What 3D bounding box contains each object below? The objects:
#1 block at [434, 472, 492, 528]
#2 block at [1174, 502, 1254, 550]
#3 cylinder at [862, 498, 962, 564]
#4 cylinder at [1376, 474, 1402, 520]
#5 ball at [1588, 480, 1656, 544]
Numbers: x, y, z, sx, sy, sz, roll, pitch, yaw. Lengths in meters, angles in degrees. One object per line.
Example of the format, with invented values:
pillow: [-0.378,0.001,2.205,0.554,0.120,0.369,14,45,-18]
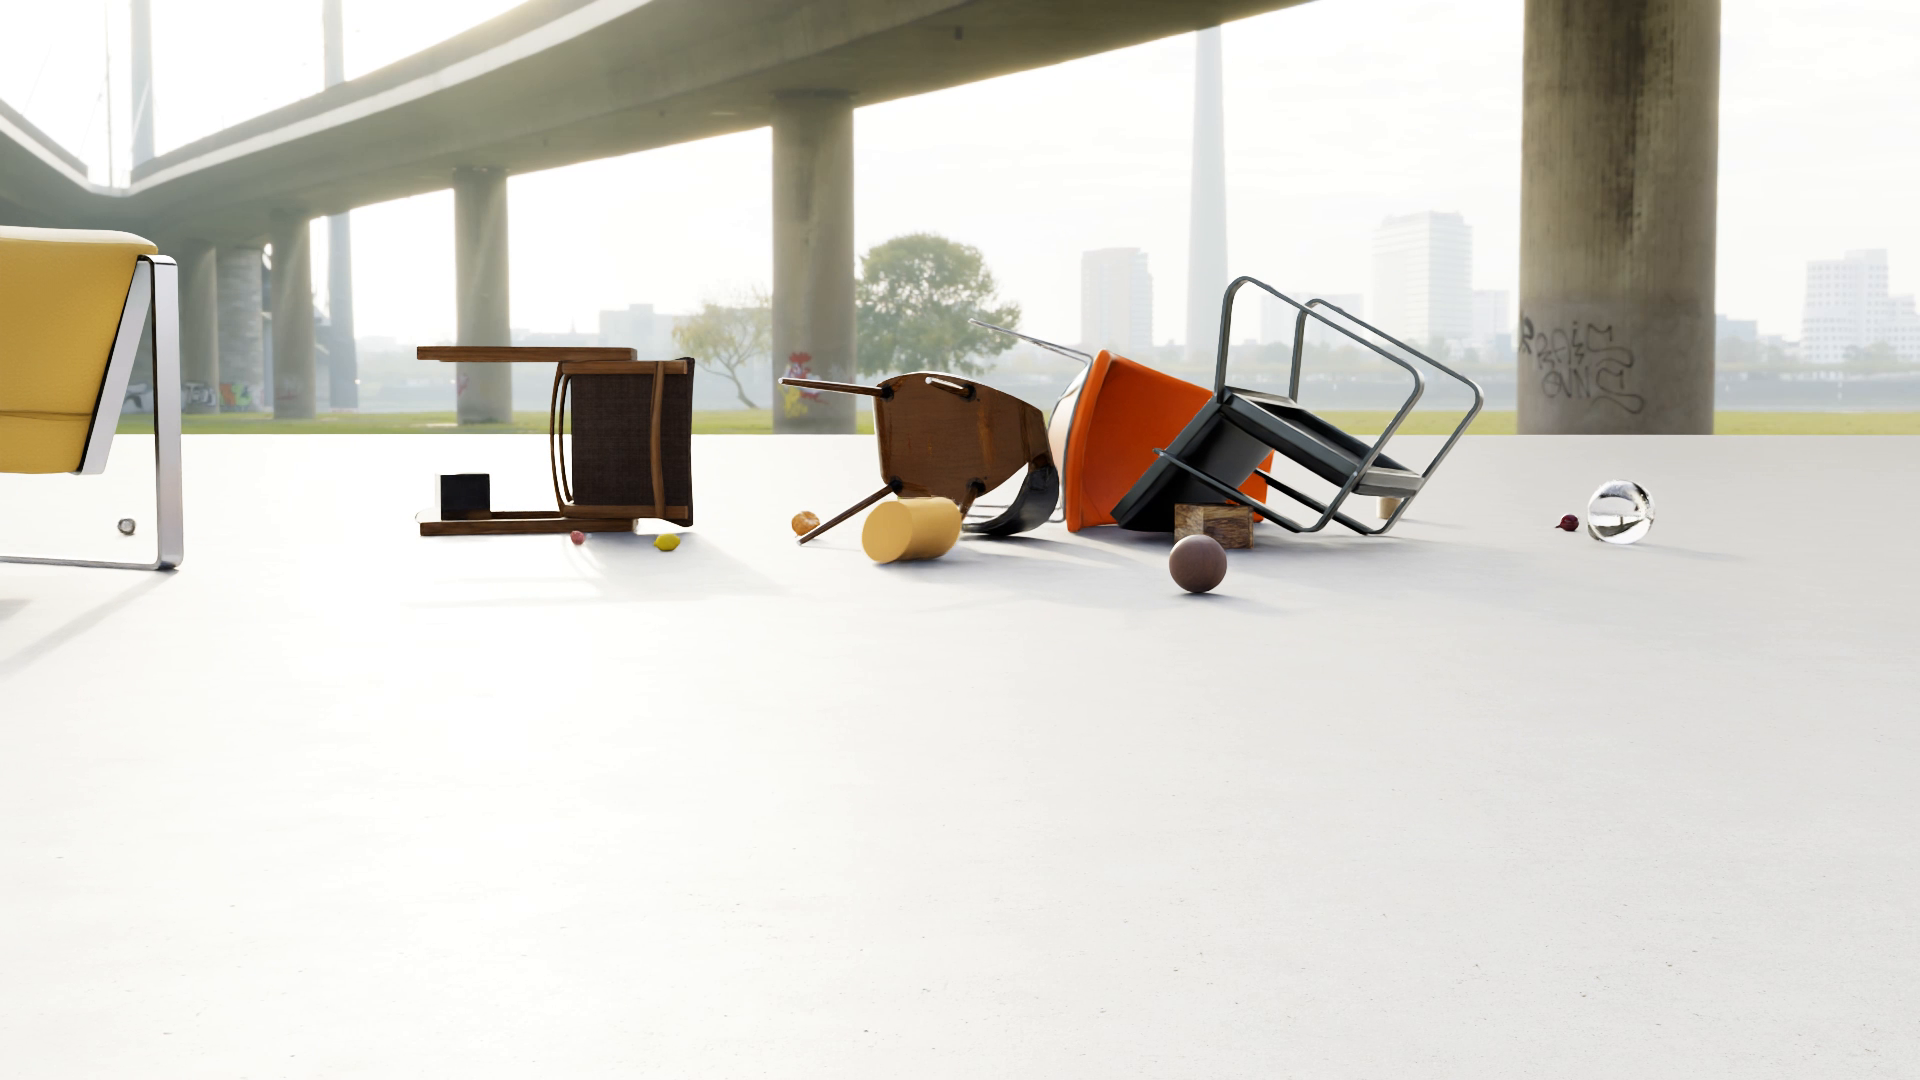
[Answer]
block: [-1.626,-0.131,7.185,0.160,0.175,0.180,-1,4,-19]
block: [0.723,-0.041,6.271,0.150,0.119,0.224,-1,4,-15]
cylinder: [-0.126,-0.026,5.730,0.195,0.147,0.189,-5,-30,-50]
cylinder: [1.493,-0.150,7.656,0.083,0.147,0.208,0,4,5]
ball: [1.909,-0.080,6.342,0.188,0.188,0.188,0,4,0]
